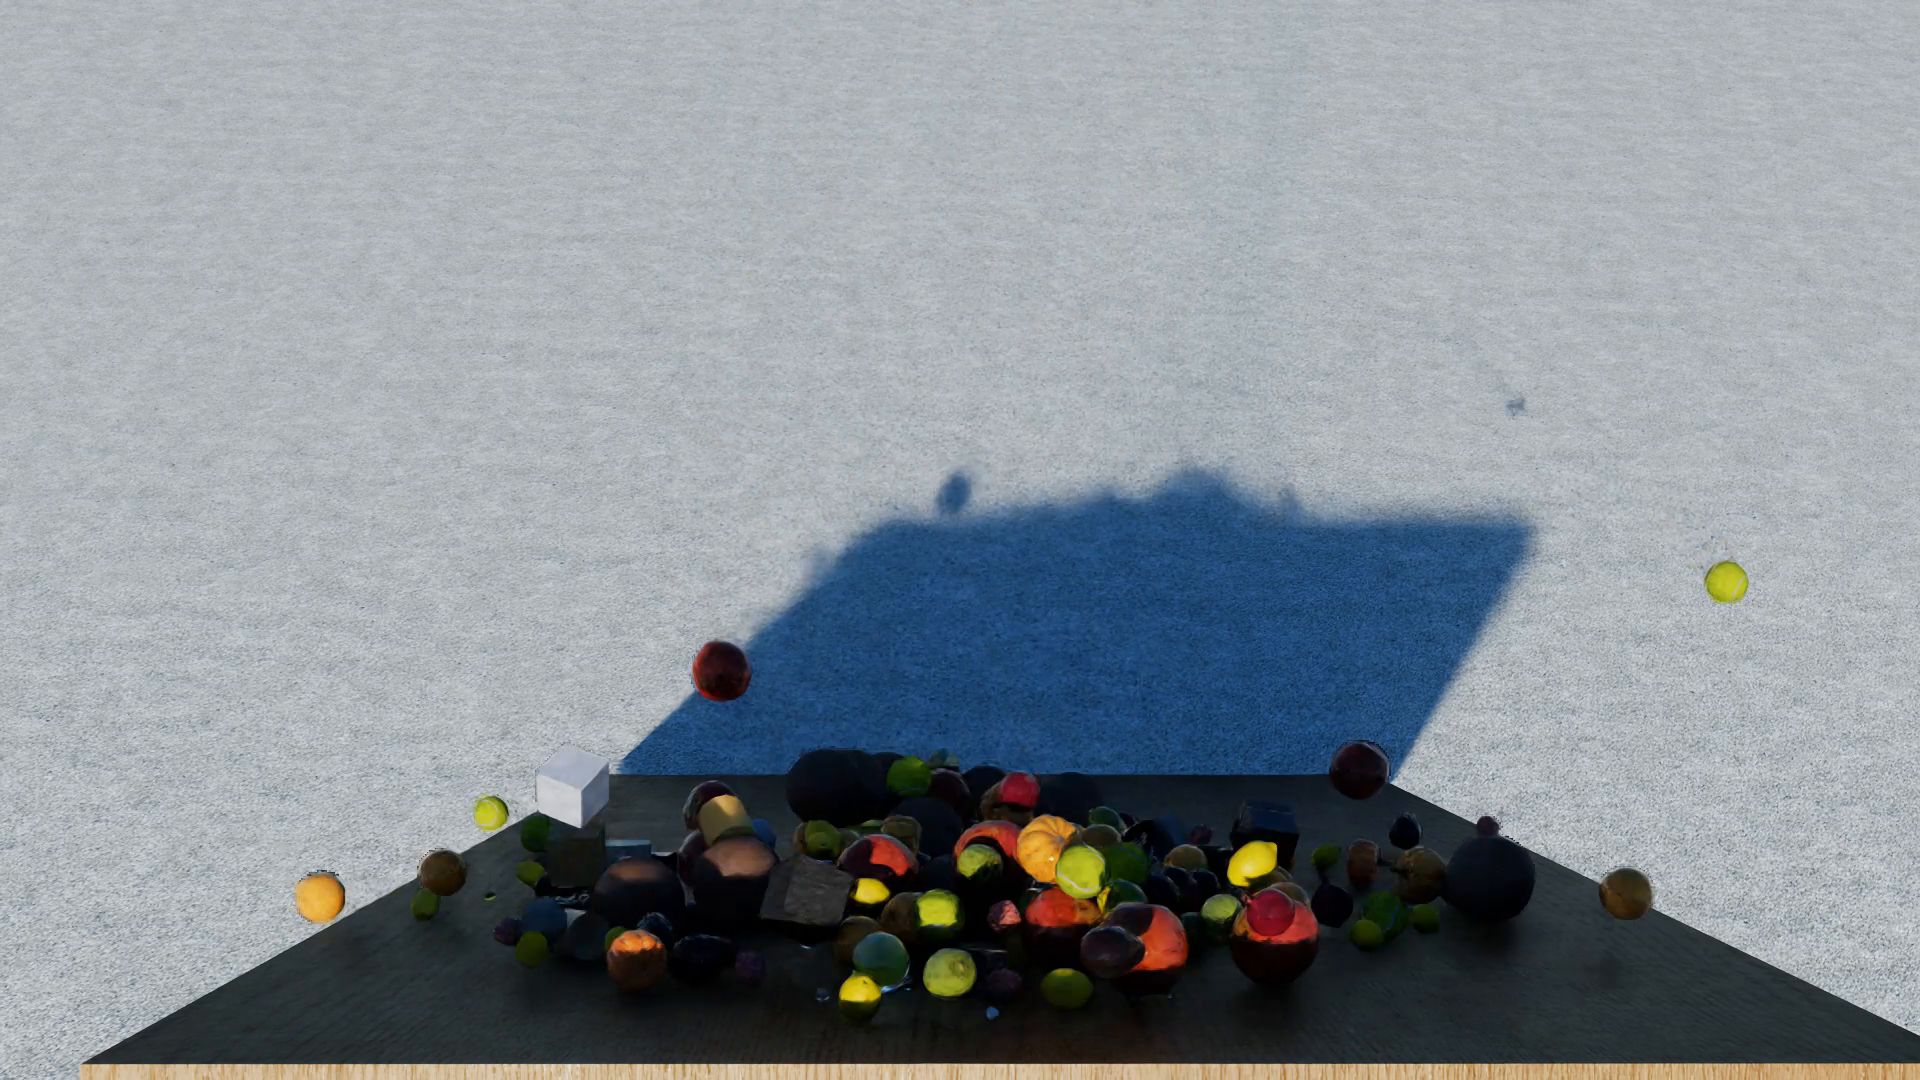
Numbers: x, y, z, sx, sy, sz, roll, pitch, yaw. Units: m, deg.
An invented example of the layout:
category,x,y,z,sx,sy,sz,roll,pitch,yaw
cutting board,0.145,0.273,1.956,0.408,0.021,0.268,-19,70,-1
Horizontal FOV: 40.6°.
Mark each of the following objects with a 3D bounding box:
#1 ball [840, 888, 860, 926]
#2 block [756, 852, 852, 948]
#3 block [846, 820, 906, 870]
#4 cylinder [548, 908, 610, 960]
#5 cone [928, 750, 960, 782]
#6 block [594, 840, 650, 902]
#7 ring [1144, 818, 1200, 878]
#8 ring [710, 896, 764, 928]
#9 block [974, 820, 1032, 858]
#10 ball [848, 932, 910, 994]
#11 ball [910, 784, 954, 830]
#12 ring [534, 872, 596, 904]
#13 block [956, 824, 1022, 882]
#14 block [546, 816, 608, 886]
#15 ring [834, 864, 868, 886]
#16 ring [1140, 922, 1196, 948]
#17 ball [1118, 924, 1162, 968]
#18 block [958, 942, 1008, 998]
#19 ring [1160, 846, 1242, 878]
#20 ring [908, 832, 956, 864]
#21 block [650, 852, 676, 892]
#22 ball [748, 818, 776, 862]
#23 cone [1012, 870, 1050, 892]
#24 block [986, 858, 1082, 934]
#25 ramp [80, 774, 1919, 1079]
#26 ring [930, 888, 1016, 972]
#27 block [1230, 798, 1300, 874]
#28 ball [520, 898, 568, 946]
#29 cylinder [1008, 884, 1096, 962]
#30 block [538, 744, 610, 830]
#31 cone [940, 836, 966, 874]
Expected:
category,x,y,z,sx,sy,sz,roll,pitch,yaw
ball,-0.173,0.524,3.722,0.060,0.060,0.060,0,32,0
block,-0.199,0.462,3.322,0.080,0.080,0.080,26,58,-19
block,-0.149,0.540,4.588,0.077,0.077,0.077,0,-1,26
cylinder,-0.513,0.530,3.481,0.065,0.065,0.065,-26,13,-35
cone,-0.028,0.457,5.255,0.066,0.066,0.066,-5,-4,-8
block,-0.542,0.529,4.155,0.088,0.088,0.088,0,-1,-8
ring,0.353,0.513,4.316,0.039,0.118,0.118,-38,42,-8
ring,-0.309,0.545,3.805,0.117,0.039,0.117,-5,-6,-1
block,0.073,0.528,4.426,0.094,0.094,0.094,0,-3,-1
ball,-0.098,0.517,3.170,0.075,0.075,0.075,0,32,0
ball,-0.058,0.543,5.281,0.092,0.092,0.092,0,32,0
ring,-0.616,0.541,4.052,0.098,0.098,0.033,-6,61,-9
block,0.042,0.449,3.721,0.057,0.057,0.057,0,27,41
block,-0.588,0.478,3.985,0.079,0.079,0.079,-3,18,-2
ring,-0.201,0.559,4.327,0.094,0.031,0.094,-4,0,0
ring,0.282,0.549,3.601,0.094,0.031,0.094,1,-2,0
ball,0.237,0.534,3.409,0.056,0.056,0.056,0,32,0
block,0.028,0.529,3.186,0.060,0.060,0.060,0,-1,3
ring,0.416,0.552,4.452,0.147,0.049,0.147,-1,-3,0
ring,-0.044,0.550,4.631,0.098,0.098,0.033,6,63,9
block,-0.502,0.545,4.260,0.060,0.060,0.060,0,-1,7
ball,-0.371,0.540,4.676,0.080,0.080,0.080,0,32,0
cone,0.108,0.473,3.579,0.053,0.053,0.053,-33,8,41
block,0.107,0.518,3.764,0.098,0.098,0.098,-1,-1,38
ramp,0.072,0.631,4.729,2.000,0.100,4.000,0,-1,0
ring,0.017,0.512,3.397,0.136,0.045,0.136,-40,12,10
block,0.502,0.488,4.274,0.080,0.080,0.080,10,27,-13
ball,-0.548,0.503,3.414,0.062,0.062,0.062,0,32,0
cylinder,0.123,0.509,3.443,0.096,0.096,0.096,-7,30,17
block,-0.564,0.360,3.789,0.075,0.075,0.075,19,38,19
cone,-0.009,0.562,4.506,0.071,0.071,0.071,-33,15,33
